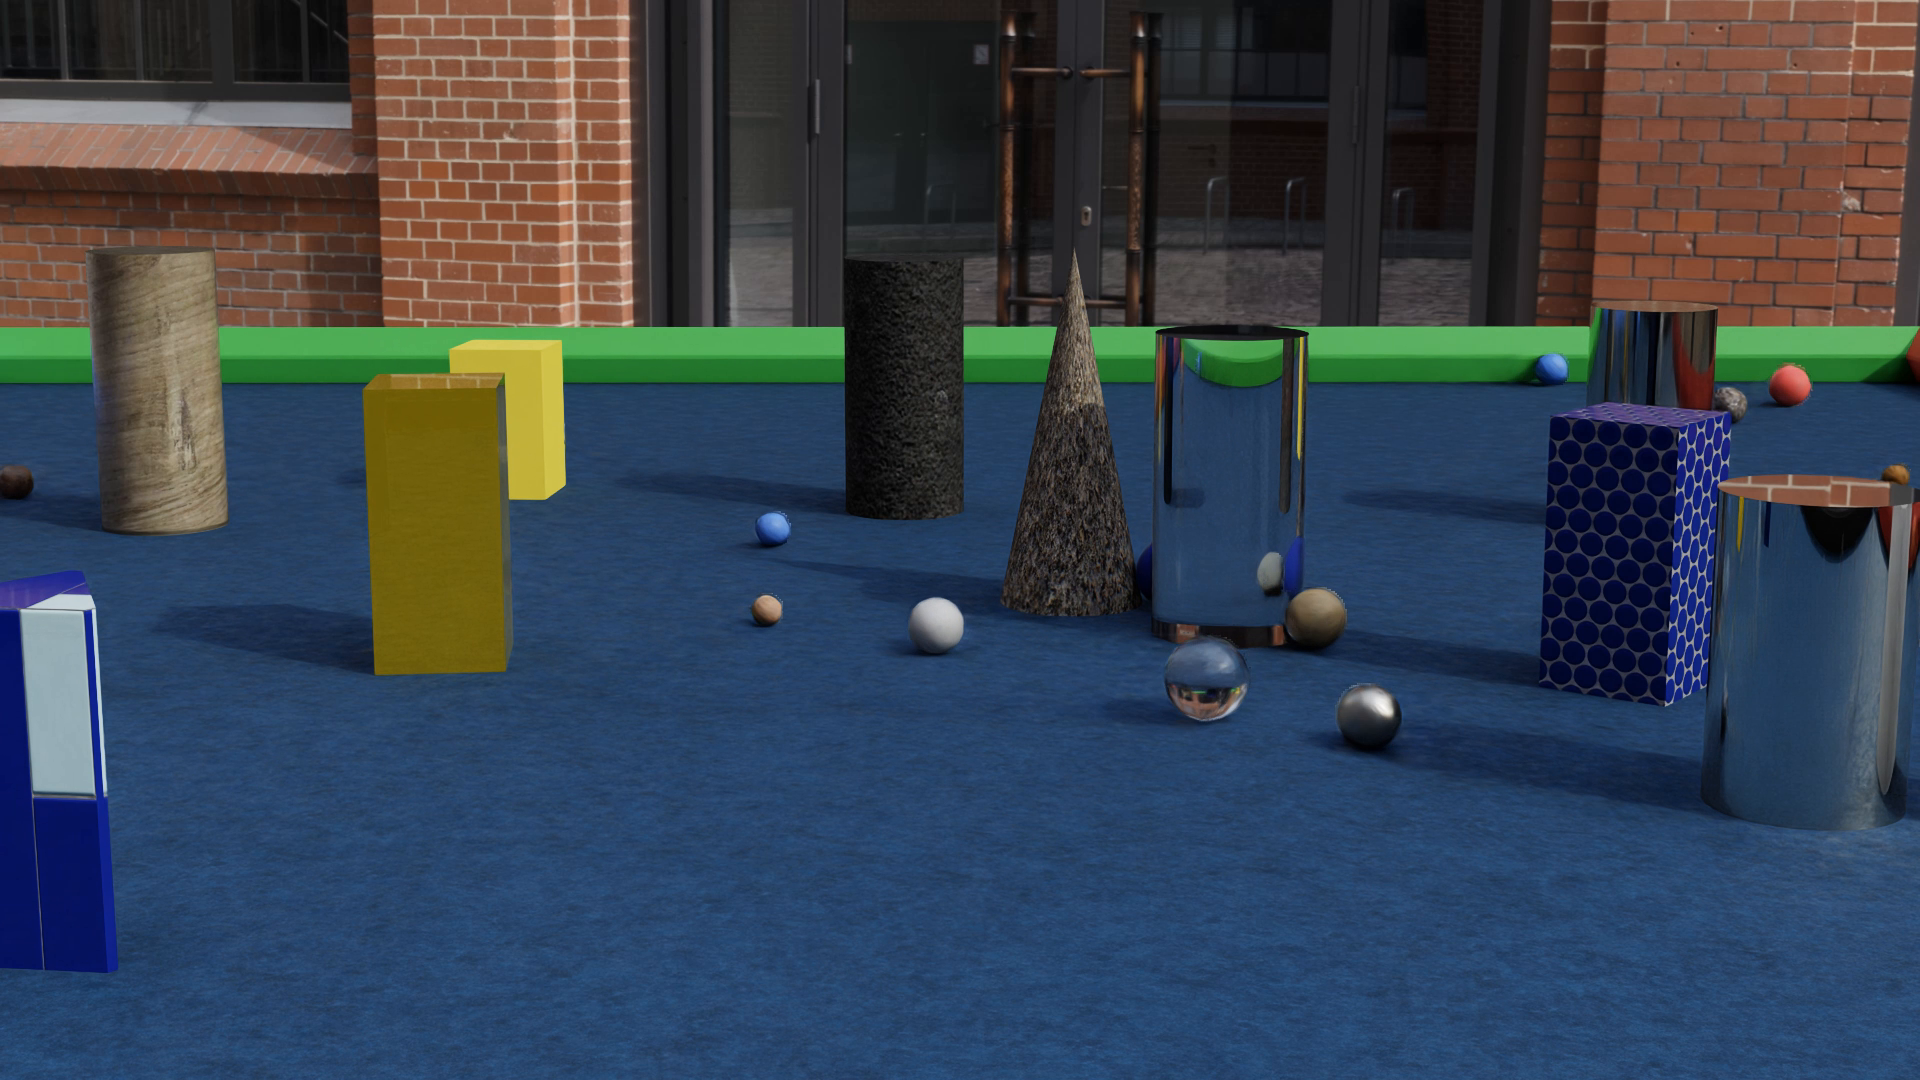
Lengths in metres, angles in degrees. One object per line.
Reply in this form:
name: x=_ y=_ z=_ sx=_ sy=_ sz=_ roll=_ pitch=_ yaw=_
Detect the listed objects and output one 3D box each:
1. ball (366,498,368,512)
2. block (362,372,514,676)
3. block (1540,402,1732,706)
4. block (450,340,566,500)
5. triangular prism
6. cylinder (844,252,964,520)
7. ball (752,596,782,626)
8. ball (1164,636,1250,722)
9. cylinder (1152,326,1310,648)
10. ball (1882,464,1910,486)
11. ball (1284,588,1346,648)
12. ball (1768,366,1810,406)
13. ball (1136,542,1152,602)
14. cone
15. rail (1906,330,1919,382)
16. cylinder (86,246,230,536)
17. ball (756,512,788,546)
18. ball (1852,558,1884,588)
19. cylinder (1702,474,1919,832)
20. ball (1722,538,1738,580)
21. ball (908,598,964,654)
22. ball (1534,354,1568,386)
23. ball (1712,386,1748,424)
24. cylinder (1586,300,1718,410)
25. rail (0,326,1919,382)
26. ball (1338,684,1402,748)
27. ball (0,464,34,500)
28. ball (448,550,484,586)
ball: x=-0.916 y=-0.055 z=4.098 sx=0.066 sy=0.066 sz=0.066 roll=0 pitch=11 yaw=0
block: x=-0.638 y=-0.023 z=3.151 sx=0.156 sy=0.347 sz=0.156 roll=-1 pitch=11 yaw=-6
block: x=0.796 y=0.012 z=3.025 sx=0.156 sy=0.324 sz=0.156 roll=8 pitch=13 yaw=37
block: x=-0.775 y=-0.208 z=4.404 sx=0.156 sy=0.254 sz=0.156 roll=1 pitch=11 yaw=4
triangular prism: x=-0.762 y=0.187 z=2.141 sx=0.169 sy=0.302 sz=0.146 roll=1 pitch=11 yaw=7
cylinder: x=-0.091 y=-0.255 z=4.209 sx=0.195 sy=0.417 sz=0.195 roll=0 pitch=11 yaw=0
ball: x=-0.254 y=0.093 z=3.368 sx=0.040 sy=0.040 sz=0.040 roll=0 pitch=11 yaw=0
ball: x=0.277 y=0.155 z=2.879 sx=0.096 sy=0.096 sz=0.096 roll=0 pitch=11 yaw=0
cylinder: x=0.346 y=-0.072 z=3.299 sx=0.195 sy=0.390 sz=0.195 roll=0 pitch=11 yaw=0
ball: x=1.618 y=-0.108 z=4.435 sx=0.046 sy=0.046 sz=0.046 roll=0 pitch=11 yaw=0
ball: x=0.448 y=0.099 z=3.235 sx=0.076 sy=0.076 sz=0.076 roll=0 pitch=11 yaw=0
ball: x=1.787 y=-0.332 z=5.528 sx=0.087 sy=0.087 sz=0.087 roll=0 pitch=11 yaw=0
ball: x=0.287 y=0.044 z=3.474 sx=0.098 sy=0.098 sz=0.098 roll=0 pitch=11 yaw=0
cone: x=0.153 y=-0.155 z=3.479 sx=0.195 sy=0.486 sz=0.195 roll=0 pitch=11 yaw=0
rail: x=2.215 y=0.030 z=3.462 sx=0.045 sy=0.127 sz=5.064 roll=0 pitch=11 yaw=0
cylinder: x=-1.271 y=-0.240 z=4.068 sx=0.195 sy=0.438 sz=0.195 roll=0 pitch=11 yaw=0
ball: x=-0.287 y=-0.017 z=3.929 sx=0.051 sy=0.051 sz=0.051 roll=0 pitch=11 yaw=0
ball: x=1.277 y=0.047 z=3.610 sx=0.043 sy=0.043 sz=0.043 roll=0 pitch=11 yaw=0
cylinder: x=0.841 y=0.107 z=2.535 sx=0.195 sy=0.316 sz=0.195 roll=0 pitch=11 yaw=0
ball: x=1.077 y=0.026 z=3.659 sx=0.065 sy=0.065 sz=0.065 roll=0 pitch=11 yaw=0
ball: x=-0.030 y=0.107 z=3.208 sx=0.071 sy=0.071 sz=0.071 roll=0 pitch=11 yaw=0
ball: x=1.355 y=-0.390 z=5.877 sx=0.074 sy=0.074 sz=0.074 roll=0 pitch=11 yaw=0
ball: x=1.570 y=-0.275 z=5.246 sx=0.078 sy=0.078 sz=0.078 roll=0 pitch=11 yaw=0
cylinder: x=1.095 y=-0.197 z=4.079 sx=0.195 sy=0.350 sz=0.195 roll=0 pitch=11 yaw=0
rail: x=-0.014 y=-0.425 z=5.915 sx=4.478 sy=0.127 sz=0.045 roll=0 pitch=11 yaw=0
ball: x=0.441 y=0.190 z=2.765 sx=0.069 sy=0.069 sz=0.069 roll=0 pitch=11 yaw=0
ball: x=-1.598 y=-0.098 z=4.341 sx=0.060 sy=0.060 sz=0.060 roll=0 pitch=11 yaw=0
ball: x=-0.699 y=0.040 z=3.627 sx=0.050 sy=0.050 sz=0.050 roll=0 pitch=11 yaw=0
